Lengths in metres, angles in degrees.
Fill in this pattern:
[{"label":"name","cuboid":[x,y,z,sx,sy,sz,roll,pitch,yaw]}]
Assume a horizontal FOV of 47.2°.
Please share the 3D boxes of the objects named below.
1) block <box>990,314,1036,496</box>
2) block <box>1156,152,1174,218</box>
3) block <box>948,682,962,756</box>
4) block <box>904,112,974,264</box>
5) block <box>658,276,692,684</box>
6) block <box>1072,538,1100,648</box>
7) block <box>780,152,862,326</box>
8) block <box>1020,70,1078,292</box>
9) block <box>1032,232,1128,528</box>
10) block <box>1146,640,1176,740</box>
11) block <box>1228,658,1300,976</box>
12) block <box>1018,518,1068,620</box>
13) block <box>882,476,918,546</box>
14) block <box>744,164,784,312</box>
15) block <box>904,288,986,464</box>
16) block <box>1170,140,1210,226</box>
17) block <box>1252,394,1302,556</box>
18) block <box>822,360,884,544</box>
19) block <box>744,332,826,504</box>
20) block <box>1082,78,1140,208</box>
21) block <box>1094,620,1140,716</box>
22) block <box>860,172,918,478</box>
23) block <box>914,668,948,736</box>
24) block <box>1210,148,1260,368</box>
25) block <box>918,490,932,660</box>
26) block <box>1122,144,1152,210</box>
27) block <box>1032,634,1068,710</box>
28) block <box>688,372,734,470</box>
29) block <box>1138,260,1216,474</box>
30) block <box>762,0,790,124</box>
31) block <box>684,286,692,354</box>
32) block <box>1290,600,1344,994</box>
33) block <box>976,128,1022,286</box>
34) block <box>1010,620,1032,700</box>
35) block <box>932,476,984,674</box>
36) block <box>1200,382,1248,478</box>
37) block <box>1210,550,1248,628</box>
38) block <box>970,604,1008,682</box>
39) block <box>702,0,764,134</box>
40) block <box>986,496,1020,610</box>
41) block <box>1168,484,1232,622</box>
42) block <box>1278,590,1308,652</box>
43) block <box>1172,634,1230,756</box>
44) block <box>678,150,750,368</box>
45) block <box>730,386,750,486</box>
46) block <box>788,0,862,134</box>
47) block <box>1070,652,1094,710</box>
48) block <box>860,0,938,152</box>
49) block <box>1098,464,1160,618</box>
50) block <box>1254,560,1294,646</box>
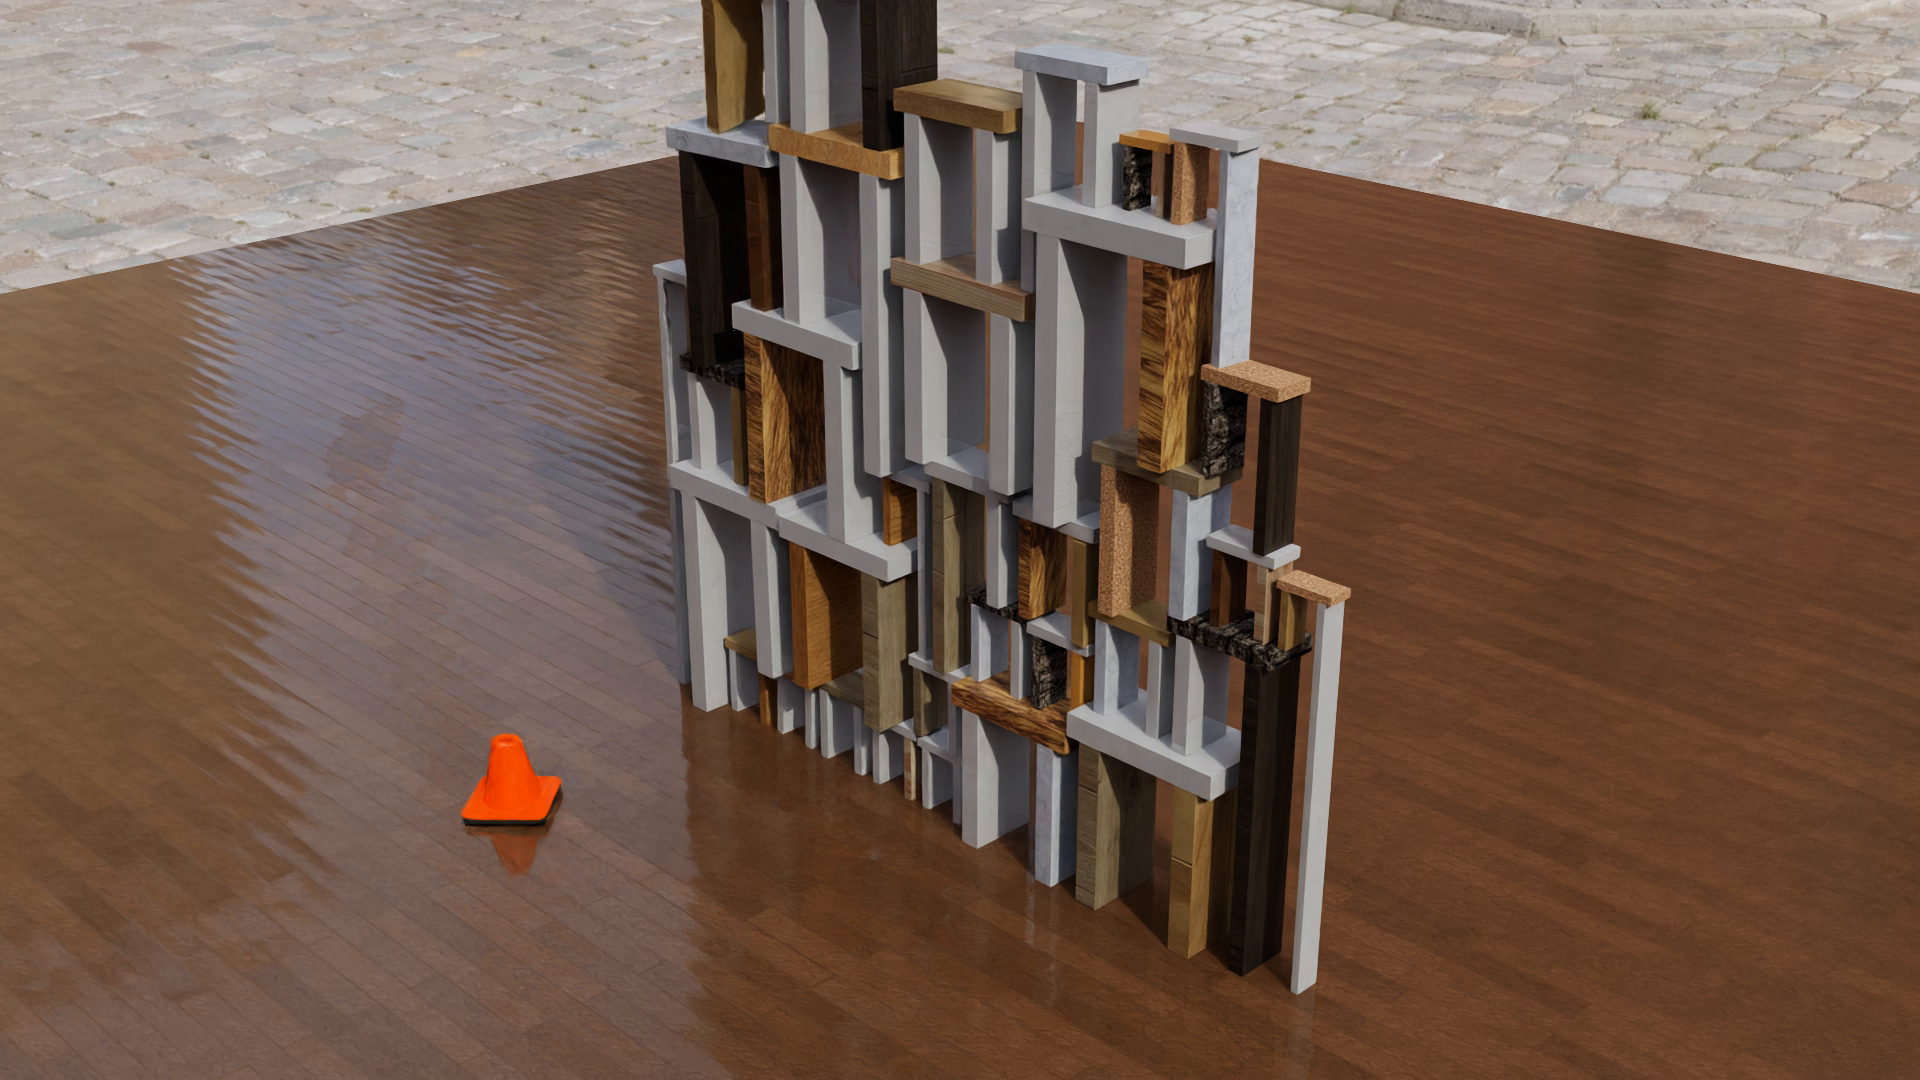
[{"label":"block","cuboid":[0.129,-0.263,3.977,0.167,0.334,0.047,-21,31,-41]},{"label":"block","cuboid":[0.346,-0.586,3.606,0.054,0.109,0.015,-21,31,-41]},{"label":"block","cuboid":[0.011,0.344,4.353,0.021,0.158,0.075,21,31,41]},{"label":"block","cuboid":[-0.038,-0.647,3.986,0.136,0.272,0.039,-21,31,-41]},{"label":"block","cuboid":[-0.604,-0.124,4.832,0.021,0.953,0.073,21,31,41]},{"label":"block","cuboid":[0.248,0.082,3.995,0.028,0.210,0.099,21,31,40]},{"label":"block","cuboid":[-0.267,-0.596,4.256,0.165,0.330,0.047,-22,32,-40]},{"label":"block","cuboid":[0.153,-0.625,3.793,0.104,0.382,0.029,-21,31,-40]},{"label":"block","cuboid":[0.211,-0.295,3.866,0.179,0.528,0.051,-21,31,-40]},{"label":"block","cuboid":[0.375,0.253,3.931,0.094,0.188,0.027,-21,31,-40]},{"label":"block","cuboid":[0.532,0.477,3.851,0.032,0.614,0.113,21,31,41]},{"label":"block","cuboid":[0.154,0.040,4.079,0.099,0.199,0.028,-21,31,-40]},{"label":"block","cuboid":[-0.118,-0.066,4.325,0.072,0.143,0.020,-21,31,-40]},{"label":"block","cuboid":[-0.349,-0.611,4.328,0.041,0.293,0.146,22,34,40]},{"label":"block","cuboid":[-0.028,-0.324,4.122,0.167,0.334,0.047,-21,31,-41]},{"label":"block","cuboid":[0.374,-0.584,3.566,0.068,0.136,0.019,-21,31,-41]},{"label":"block","cuboid":[0.521,-0.113,3.607,0.023,0.272,0.081,21,31,40]},{"label":"block","cuboid":[-0.182,-0.194,4.337,0.178,0.369,0.050,-22,31,-40]},{"label":"block","cuboid":[-0.351,-0.269,4.487,0.050,0.355,0.178,22,31,40]},{"label":"block","cuboid":[0.252,-0.667,3.669,0.104,0.208,0.029,-21,31,-40]},{"label":"block","cuboid":[0.287,0.219,4.013,0.094,0.188,0.027,-21,31,-41]},{"label":"block","cuboid":[-0.110,-0.418,4.169,0.165,0.586,0.047,-21,31,-41]},{"label":"block","cuboid":[-0.059,0.313,4.417,0.021,0.149,0.075,21,31,41]},{"label":"block","cuboid":[0.444,-0.457,3.553,0.068,0.359,0.019,-17,28,-34]},{"label":"block","cuboid":[-0.050,0.060,4.306,0.072,0.360,0.020,-21,31,-40]},{"label":"block","cuboid":[0.295,-0.606,3.653,0.054,0.109,0.015,-21,31,-41]},{"label":"block","cuboid":[0.168,0.238,4.141,0.075,0.150,0.021,-21,31,-41]},{"label":"block","cuboid":[-0.522,-0.267,4.673,0.107,0.214,0.030,-22,31,-40]},{"label":"block","cuboid":[0.380,-0.307,3.678,0.179,0.358,0.051,-21,31,-41]},{"label":"block","cuboid":[-0.315,-0.921,4.167,0.034,0.239,0.120,22,32,40]},{"label":"block","cuboid":[-0.538,-0.469,4.607,0.073,0.146,0.021,-21,32,-40]},{"label":"block","cuboid":[0.608,0.444,3.748,0.015,0.755,0.054,21,31,41]},{"label":"block","cuboid":[0.090,-0.597,3.867,0.136,0.272,0.039,-21,31,-40]},{"label":"block","cuboid":[0.133,0.216,4.181,0.080,0.160,0.023,-21,31,-40]},{"label":"block","cuboid":[-0.003,0.056,4.255,0.110,0.408,0.031,-21,31,-41]},{"label":"block","cuboid":[0.440,-0.192,3.655,0.081,0.163,0.023,-18,29,-36]},{"label":"block","cuboid":[0.460,0.072,3.754,0.071,0.142,0.020,-21,31,-40]},{"label":"block","cuboid":[0.057,0.187,4.250,0.080,0.160,0.023,-21,31,-40]},{"label":"block","cuboid":[-0.434,-0.930,4.222,0.034,0.283,0.120,34,50,30]},{"label":"block","cuboid":[0.100,0.010,4.123,0.110,0.220,0.031,-21,31,-40]},{"label":"block","cuboid":[0.413,0.009,3.780,0.034,0.238,0.119,21,31,40]},{"label":"block","cuboid":[0.556,0.126,3.668,0.054,0.109,0.015,-21,31,-40]},{"label":"block","cuboid":[0.426,0.256,3.874,0.113,0.227,0.032,-21,31,-40]},{"label":"block","cuboid":[-0.489,-0.585,4.483,0.146,0.454,0.041,-23,34,-39]},{"label":"block","cuboid":[-0.423,-0.229,4.579,0.107,0.214,0.030,-21,31,-40]},{"label":"block","cuboid":[-0.247,-0.921,4.091,0.043,0.301,0.150,22,32,38]},{"label":"block","cuboid":[0.239,0.266,4.076,0.075,0.150,0.021,-21,31,-41]},{"label":"block","cuboid":[-0.109,-0.865,3.966,0.043,0.301,0.150,21,31,40]},{"label":"block","cuboid":[0.299,-0.014,3.890,0.119,0.282,0.034,-21,31,-41]},{"label":"block","cuboid":[0.526,0.098,3.692,0.071,0.142,0.020,-21,31,-40]}]
